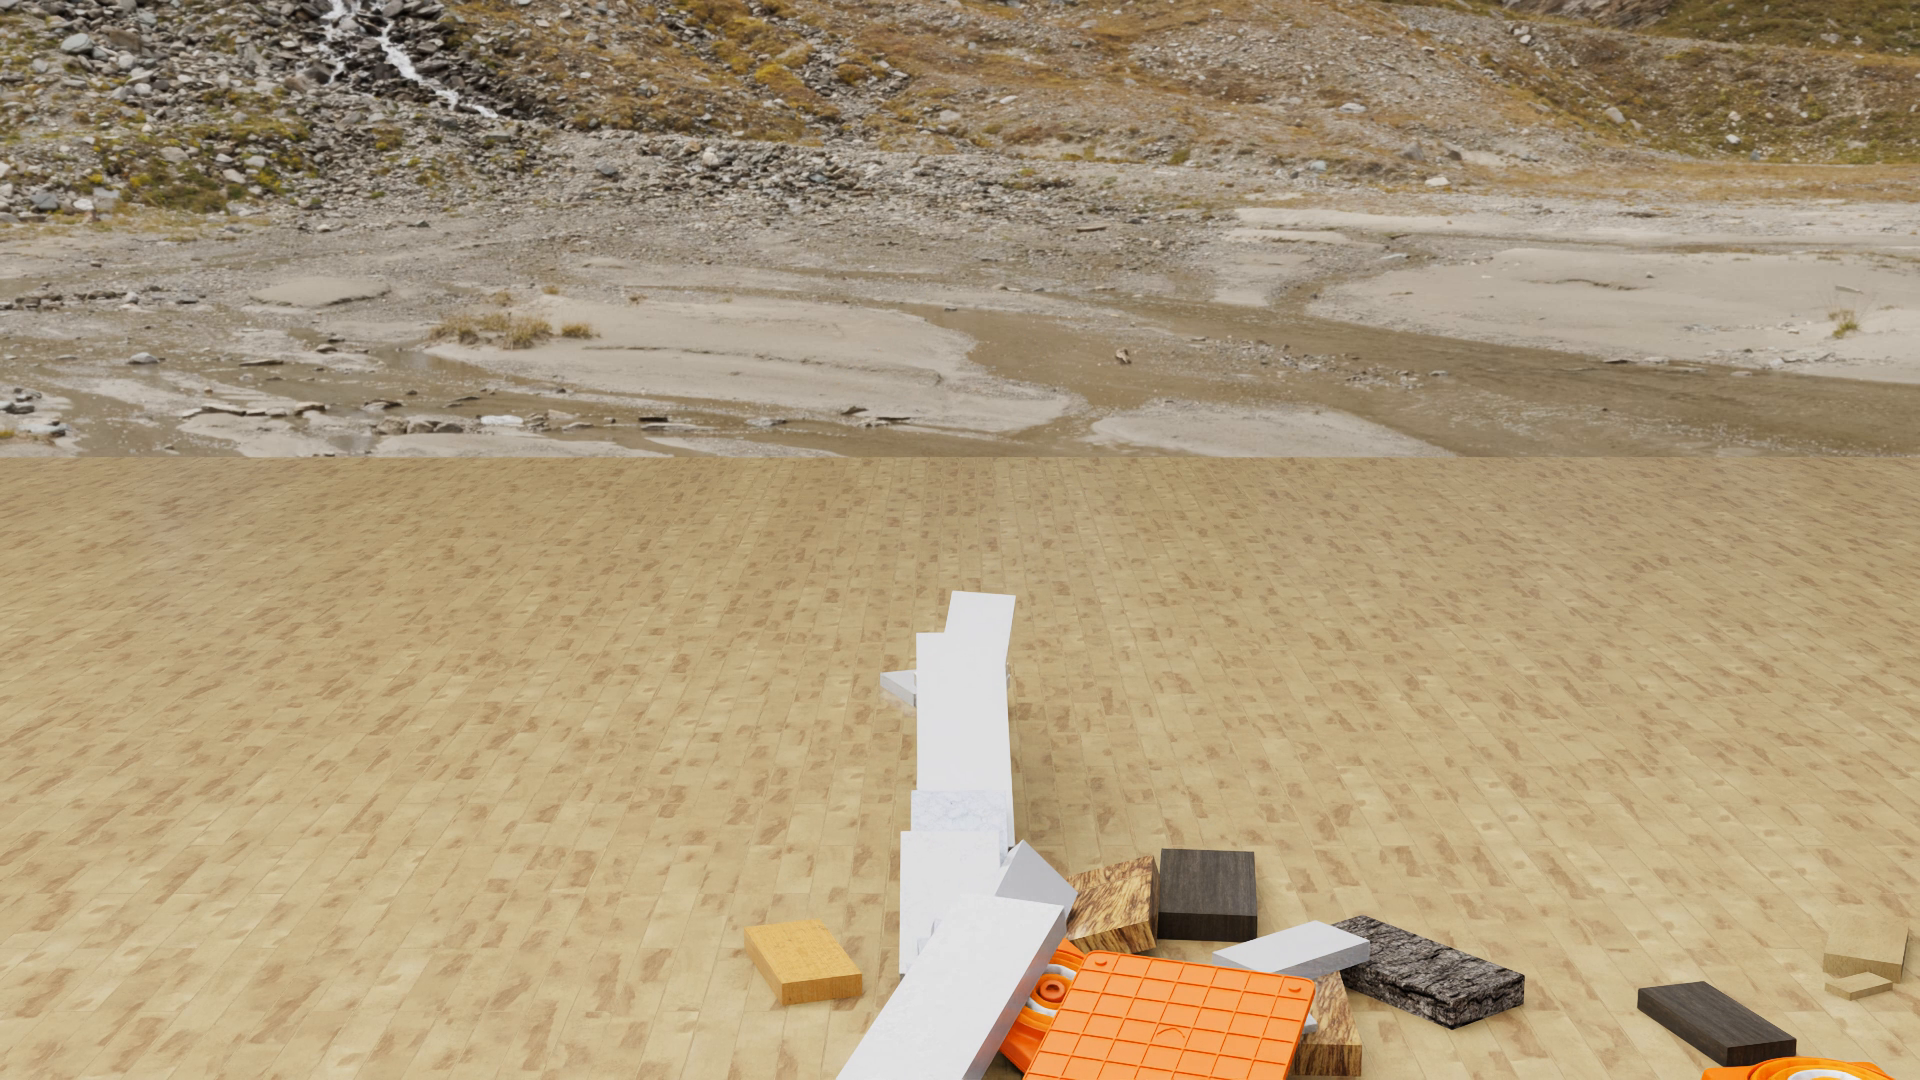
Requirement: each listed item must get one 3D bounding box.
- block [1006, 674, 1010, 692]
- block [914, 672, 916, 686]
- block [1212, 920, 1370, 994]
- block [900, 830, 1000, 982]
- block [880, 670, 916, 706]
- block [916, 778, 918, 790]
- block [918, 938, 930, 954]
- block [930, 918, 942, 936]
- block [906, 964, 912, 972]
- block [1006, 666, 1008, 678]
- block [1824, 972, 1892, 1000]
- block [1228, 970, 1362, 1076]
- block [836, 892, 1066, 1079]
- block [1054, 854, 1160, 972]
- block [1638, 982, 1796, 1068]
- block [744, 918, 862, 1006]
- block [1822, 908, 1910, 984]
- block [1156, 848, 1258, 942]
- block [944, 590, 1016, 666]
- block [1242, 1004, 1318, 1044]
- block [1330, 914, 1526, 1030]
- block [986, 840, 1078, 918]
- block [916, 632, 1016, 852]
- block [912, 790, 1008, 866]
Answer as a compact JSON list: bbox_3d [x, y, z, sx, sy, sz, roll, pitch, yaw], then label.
[{"bbox_3d":[0.036,0.339,4.751,0.100,0.028,0.201,4,22,14],"label":"block"},{"bbox_3d":[-0.016,0.323,4.634,0.104,0.029,0.207,-8,22,-18],"label":"block"},{"bbox_3d":[0.486,0.611,3.227,0.217,0.031,0.108,-8,13,-37],"label":"block"},{"bbox_3d":[-0.014,0.565,3.356,0.154,0.044,0.309,0,34,-1],"label":"block"},{"bbox_3d":[-0.095,0.333,4.972,0.103,0.029,0.207,-4,11,-22],"label":"block"},{"bbox_3d":[-0.008,0.407,4.017,0.135,0.038,0.308,0,16,0],"label":"block"},{"bbox_3d":[-0.019,0.636,3.194,0.074,0.021,0.148,-3,35,-5],"label":"block"},{"bbox_3d":[-0.005,0.607,3.161,0.074,0.021,0.148,14,29,-7],"label":"block"},{"bbox_3d":[-0.041,0.657,3.116,0.074,0.021,0.148,0,30,0],"label":"block"},{"bbox_3d":[0.029,0.312,4.742,0.100,0.028,0.201,5,22,17],"label":"block"},{"bbox_3d":[1.330,0.660,3.255,0.091,0.013,0.045,-6,12,-27],"label":"block"},{"bbox_3d":[0.469,0.670,3.114,0.158,0.045,0.316,1,11,3],"label":"block"},{"bbox_3d":[-0.014,0.637,2.953,0.158,0.045,0.500,4,26,22],"label":"block"},{"bbox_3d":[0.232,0.584,3.462,0.154,0.044,0.309,-16,8,9],"label":"block"},{"bbox_3d":[1.063,0.681,3.097,0.108,0.031,0.217,-3,11,-15],"label":"block"},{"bbox_3d":[-0.240,0.636,3.327,0.121,0.034,0.242,-4,11,-18],"label":"block"},{"bbox_3d":[1.401,0.625,3.396,0.108,0.031,0.217,5,12,25],"label":"block"},{"bbox_3d":[0.405,0.579,3.604,0.158,0.045,0.315,1,11,6],"label":"block"},{"bbox_3d":[0.020,0.247,4.001,0.121,0.034,0.456,4,36,5],"label":"block"},{"bbox_3d":[0.434,0.657,2.986,0.090,0.013,0.045,-8,24,-15],"label":"block"},{"bbox_3d":[0.663,0.640,3.277,0.157,0.045,0.315,-8,13,-37],"label":"block"},{"bbox_3d":[0.099,0.561,3.338,0.121,0.034,0.242,45,25,-3],"label":"block"},{"bbox_3d":[0.005,0.350,3.789,0.157,0.045,0.539,0,38,-1],"label":"block"},{"bbox_3d":[-0.001,0.526,3.495,0.154,0.044,0.309,0,40,-1],"label":"block"}]
